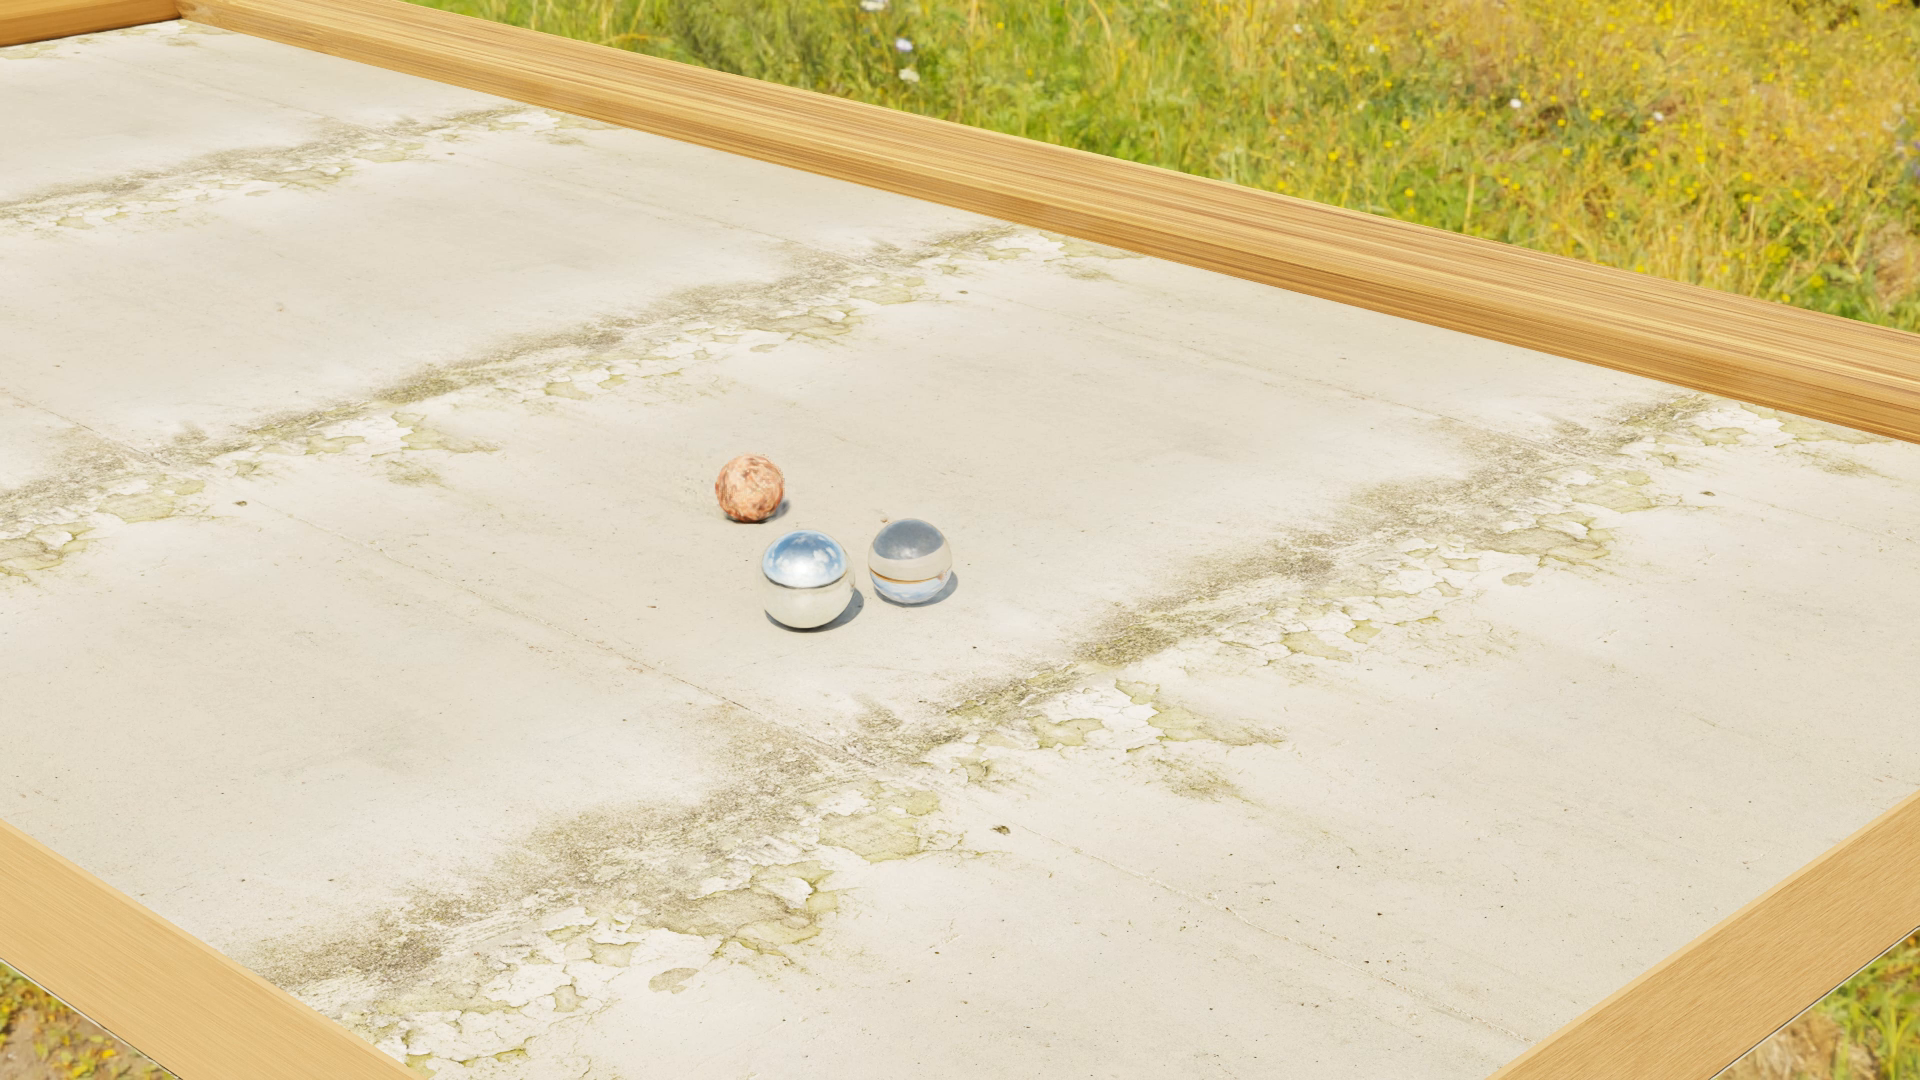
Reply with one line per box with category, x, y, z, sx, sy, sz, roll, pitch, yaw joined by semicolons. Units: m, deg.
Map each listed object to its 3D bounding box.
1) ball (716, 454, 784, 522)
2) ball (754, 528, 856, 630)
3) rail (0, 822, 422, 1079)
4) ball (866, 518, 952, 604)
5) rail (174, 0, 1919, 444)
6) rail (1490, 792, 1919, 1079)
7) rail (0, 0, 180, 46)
ball;-0.198;-0.049;2.769;0.064;0.064;0.064;0;21;0
ball;-0.133;0.033;2.525;0.086;0.086;0.086;0;21;0
rail;-1.305;-0.007;2.590;3.693;0.112;0.045;19;28;40
ball;-0.044;0.018;2.579;0.075;0.075;0.075;0;21;0
rail;-0.026;-0.485;3.830;3.693;0.112;0.045;19;28;40
rail;0.648;0.209;2.031;0.045;0.112;1.892;19;28;40
rail;-1.979;-0.700;4.390;0.045;0.112;1.892;19;28;40
